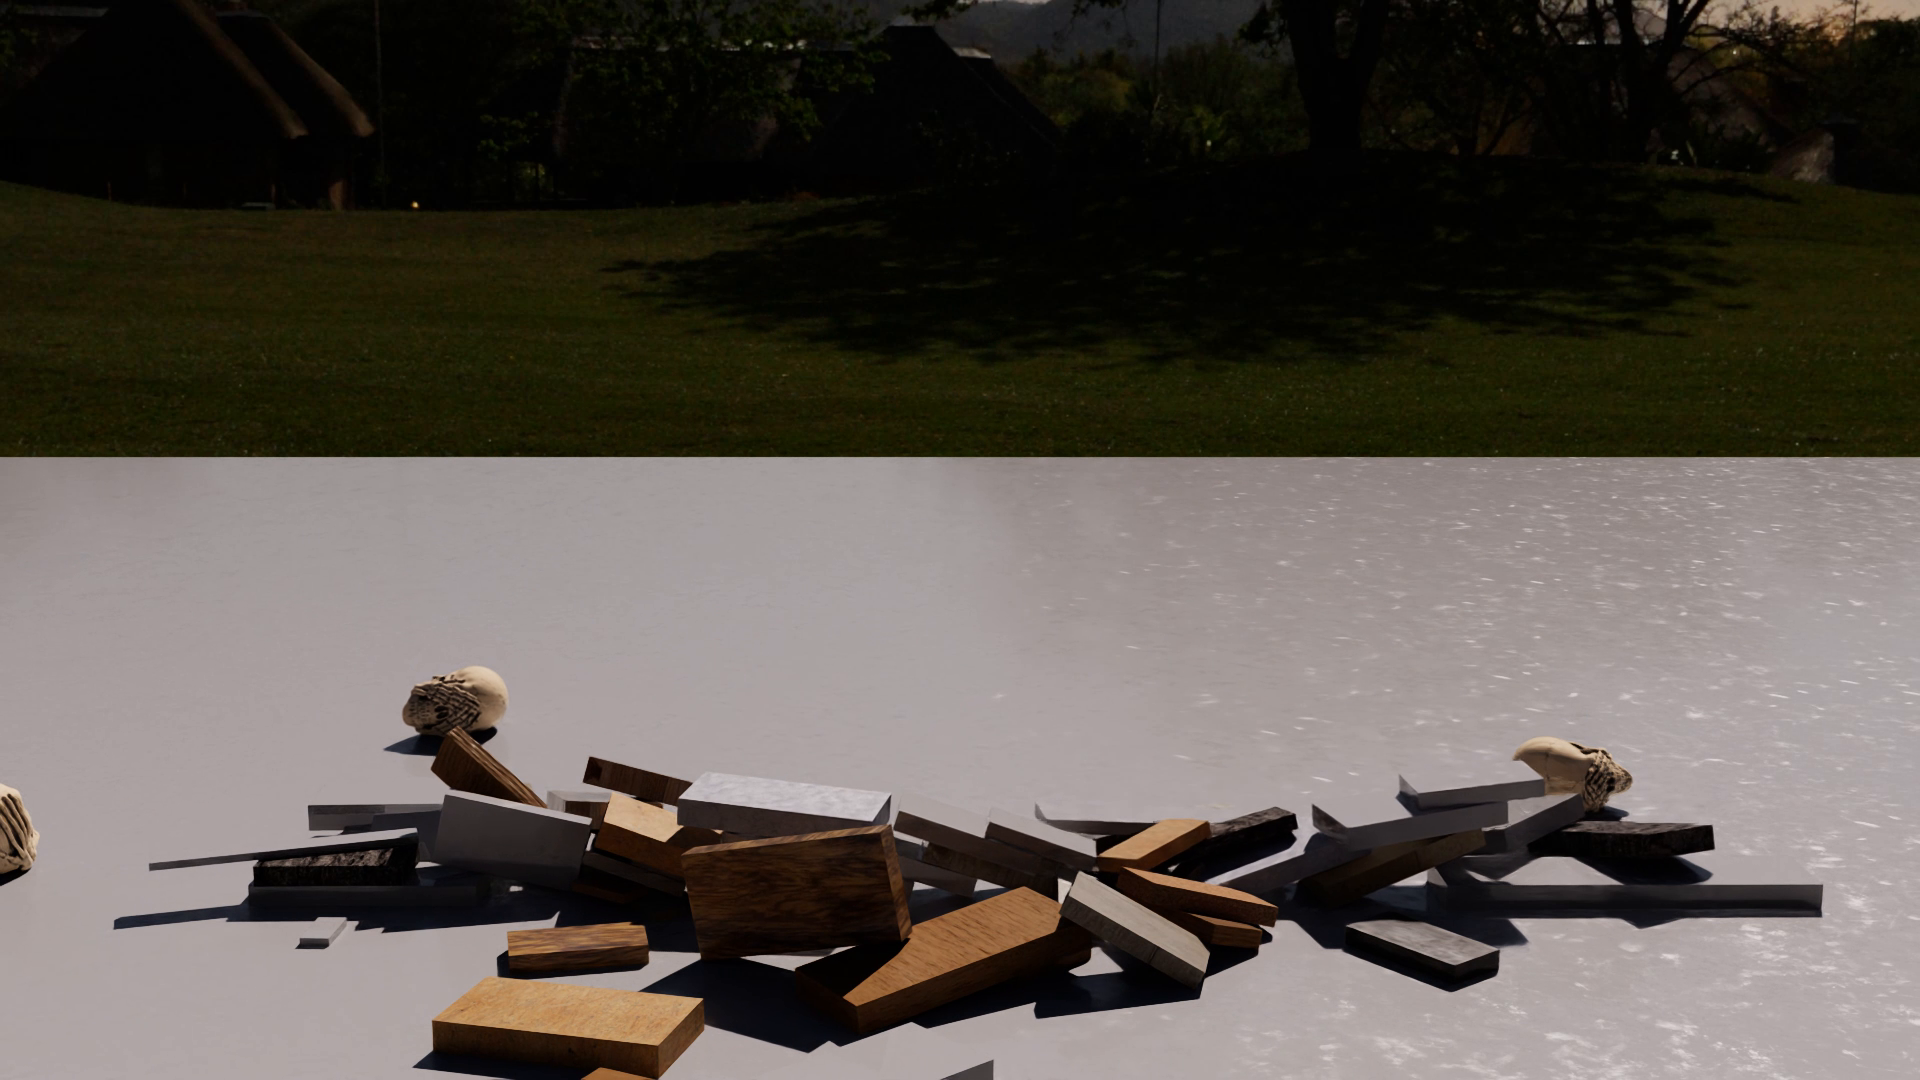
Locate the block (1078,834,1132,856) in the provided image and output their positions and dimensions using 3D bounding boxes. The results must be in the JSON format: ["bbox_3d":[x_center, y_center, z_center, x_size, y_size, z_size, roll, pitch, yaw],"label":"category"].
[{"bbox_3d":[0.298,0.517,3.849,0.310,0.033,0.115,-6,-4,-43],"label":"block"}]

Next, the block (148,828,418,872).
[{"bbox_3d":[-1.123,0.514,3.662,0.428,0.013,0.046,-4,12,-18],"label":"block"}]

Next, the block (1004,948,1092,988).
[{"bbox_3d":[0.113,0.637,3.351,0.085,0.024,0.169,10,14,43],"label":"block"}]

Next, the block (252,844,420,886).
[{"bbox_3d":[-1.036,0.539,3.661,0.243,0.034,0.121,0,11,-1],"label":"block"}]

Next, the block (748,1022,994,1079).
[{"bbox_3d":[-0.135,0.717,2.856,0.332,0.047,0.166,-9,14,-41],"label":"block"}]

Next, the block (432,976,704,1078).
[{"bbox_3d":[-0.544,0.677,3.069,0.334,0.047,0.167,3,11,14],"label":"block"}]

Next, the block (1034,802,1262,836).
[{"bbox_3d":[0.347,0.485,3.795,0.428,0.024,0.085,3,12,-11],"label":"block"}]

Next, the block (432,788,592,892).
[{"bbox_3d":[-0.747,0.502,3.671,0.243,0.121,0.034,13,11,-3],"label":"block"}]

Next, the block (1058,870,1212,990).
[{"bbox_3d":[0.265,0.587,3.316,0.230,0.033,0.115,29,15,5],"label":"block"}]

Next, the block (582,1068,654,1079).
[{"bbox_3d":[-0.470,0.746,2.698,0.166,0.047,0.332,5,12,26],"label":"block"}]

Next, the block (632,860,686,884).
[{"bbox_3d":[-0.456,0.543,3.654,0.174,0.025,0.087,21,9,-5],"label":"block"}]

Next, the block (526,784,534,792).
[{"bbox_3d":[-0.781,0.489,3.957,0.013,0.093,0.046,3,9,-19],"label":"block"}]

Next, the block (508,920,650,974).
[{"bbox_3d":[-0.589,0.627,3.387,0.210,0.030,0.105,-2,11,-13],"label":"block"}]

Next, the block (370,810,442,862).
[{"bbox_3d":[-0.910,0.516,3.771,0.210,0.030,0.105,-5,47,7],"label":"block"}]

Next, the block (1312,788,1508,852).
[{"bbox_3d":[0.746,0.454,3.652,0.285,0.040,0.143,-8,12,-14],"label":"block"}]

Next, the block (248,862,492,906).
[{"bbox_3d":[-0.980,0.573,3.667,0.375,0.034,0.122,0,11,1],"label":"block"}]

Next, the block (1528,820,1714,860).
[{"bbox_3d":[1.127,0.513,3.765,0.145,0.041,0.290,-3,-4,-28],"label":"block"}]

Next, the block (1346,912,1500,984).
[{"bbox_3d":[0.711,0.627,3.388,0.107,0.030,0.213,-8,13,-38],"label":"block"}]

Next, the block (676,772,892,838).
[{"bbox_3d":[-0.288,0.444,3.633,0.322,0.046,0.161,6,11,8],"label":"block"}]

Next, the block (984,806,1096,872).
[{"bbox_3d":[0.134,0.494,3.639,0.184,0.026,0.092,19,10,0],"label":"block"}]

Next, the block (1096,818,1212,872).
[{"bbox_3d":[0.322,0.506,3.642,0.184,0.026,0.092,-20,11,-42],"label":"block"}]

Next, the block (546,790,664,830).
[{"bbox_3d":[-0.633,0.478,3.889,0.165,0.047,0.329,4,-4,-16],"label":"block"}]

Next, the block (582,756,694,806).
[{"bbox_3d":[-0.503,0.450,3.926,0.332,0.047,0.166,15,-7,-6],"label":"block"}]

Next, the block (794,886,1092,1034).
[{"bbox_3d":[-0.021,0.621,3.272,0.422,0.047,0.167,-14,17,-33],"label":"block"}]

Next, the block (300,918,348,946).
[{"bbox_3d":[-1.006,0.619,3.476,0.046,0.013,0.093,0,11,2],"label":"block"}]

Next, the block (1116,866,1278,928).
[{"bbox_3d":[0.377,0.567,3.494,0.230,0.033,0.115,14,0,-23],"label":"block"}]

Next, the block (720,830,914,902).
[{"bbox_3d":[-0.237,0.524,3.660,0.322,0.046,0.161,16,10,-4],"label":"block"}]

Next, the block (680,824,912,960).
[{"bbox_3d":[-0.249,0.534,3.324,0.334,0.167,0.047,-9,5,20],"label":"block"}]

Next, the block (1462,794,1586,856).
[{"bbox_3d":[0.952,0.495,3.821,0.145,0.041,0.290,-12,-1,42],"label":"block"}]

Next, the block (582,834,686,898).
[{"bbox_3d":[-0.537,0.539,3.646,0.174,0.025,0.087,20,9,-7],"label":"block"}]

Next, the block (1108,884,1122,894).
[{"bbox_3d":[0.268,0.581,3.683,0.092,0.013,0.046,-1,11,-7],"label":"block"}]

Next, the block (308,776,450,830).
[{"bbox_3d":[-0.978,0.470,3.932,0.329,0.047,0.165,0,11,-2],"label":"block"}]

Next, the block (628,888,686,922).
[{"bbox_3d":[-0.499,0.595,3.597,0.058,0.016,0.115,-6,12,-29],"label":"block"}]

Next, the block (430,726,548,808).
[{"bbox_3d":[-0.802,0.421,3.742,0.210,0.105,0.030,40,40,9],"label":"block"}]

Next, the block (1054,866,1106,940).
[{"bbox_3d":[0.194,0.581,3.531,0.085,0.024,0.169,18,16,-3],"label":"block"}]

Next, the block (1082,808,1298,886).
[{"bbox_3d":[0.385,0.515,3.698,0.359,0.026,0.092,-14,3,-12],"label":"block"}]

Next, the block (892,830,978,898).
[{"bbox_3d":[-0.094,0.524,3.653,0.245,0.035,0.122,17,10,-4],"label":"block"}]

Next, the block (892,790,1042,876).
[{"bbox_3d":[0.013,0.485,3.646,0.245,0.035,0.122,18,10,-2],"label":"block"}]

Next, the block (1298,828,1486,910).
[{"bbox_3d":[0.717,0.523,3.682,0.285,0.040,0.143,-20,15,-10],"label":"block"}]

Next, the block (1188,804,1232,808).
[{"bbox_3d":[0.489,0.523,3.968,0.077,0.022,0.241,-3,11,-14],"label":"block"}]

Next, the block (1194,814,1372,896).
[{"bbox_3d":[0.527,0.531,3.684,0.285,0.040,0.143,-17,14,-12],"label":"block"}]

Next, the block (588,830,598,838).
[{"bbox_3d":[-0.574,0.528,3.737,0.115,0.016,0.058,30,17,33],"label":"block"}]

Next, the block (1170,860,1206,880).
[{"bbox_3d":[0.360,0.563,3.646,0.092,0.013,0.046,-37,18,-22],"label":"block"}]

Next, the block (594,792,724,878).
[{"bbox_3d":[-0.437,0.514,3.641,0.322,0.046,0.161,20,9,-7],"label":"block"}]

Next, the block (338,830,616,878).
[{"bbox_3d":[-0.822,0.532,3.854,0.499,0.047,0.165,3,11,13],"label":"block"}]

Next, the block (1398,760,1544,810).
[{"bbox_3d":[0.850,0.407,3.657,0.213,0.030,0.107,-6,12,-5],"label":"block"}]

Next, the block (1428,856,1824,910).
[{"bbox_3d":[1.102,0.570,3.664,0.616,0.041,0.145,0,11,-1],"label":"block"}]

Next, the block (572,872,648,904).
[{"bbox_3d":[-0.577,0.573,3.624,0.115,0.016,0.058,7,13,34],"label":"block"}]

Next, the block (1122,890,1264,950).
[{"bbox_3d":[0.363,0.596,3.468,0.107,0.030,0.213,15,-1,-38],"label":"block"}]

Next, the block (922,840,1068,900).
[{"bbox_3d":[0.060,0.536,3.658,0.245,0.035,0.122,18,10,-4],"label":"block"}]

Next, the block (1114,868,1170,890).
[{"bbox_3d":[0.302,0.560,3.664,0.092,0.013,0.046,-13,9,4],"label":"block"}]
